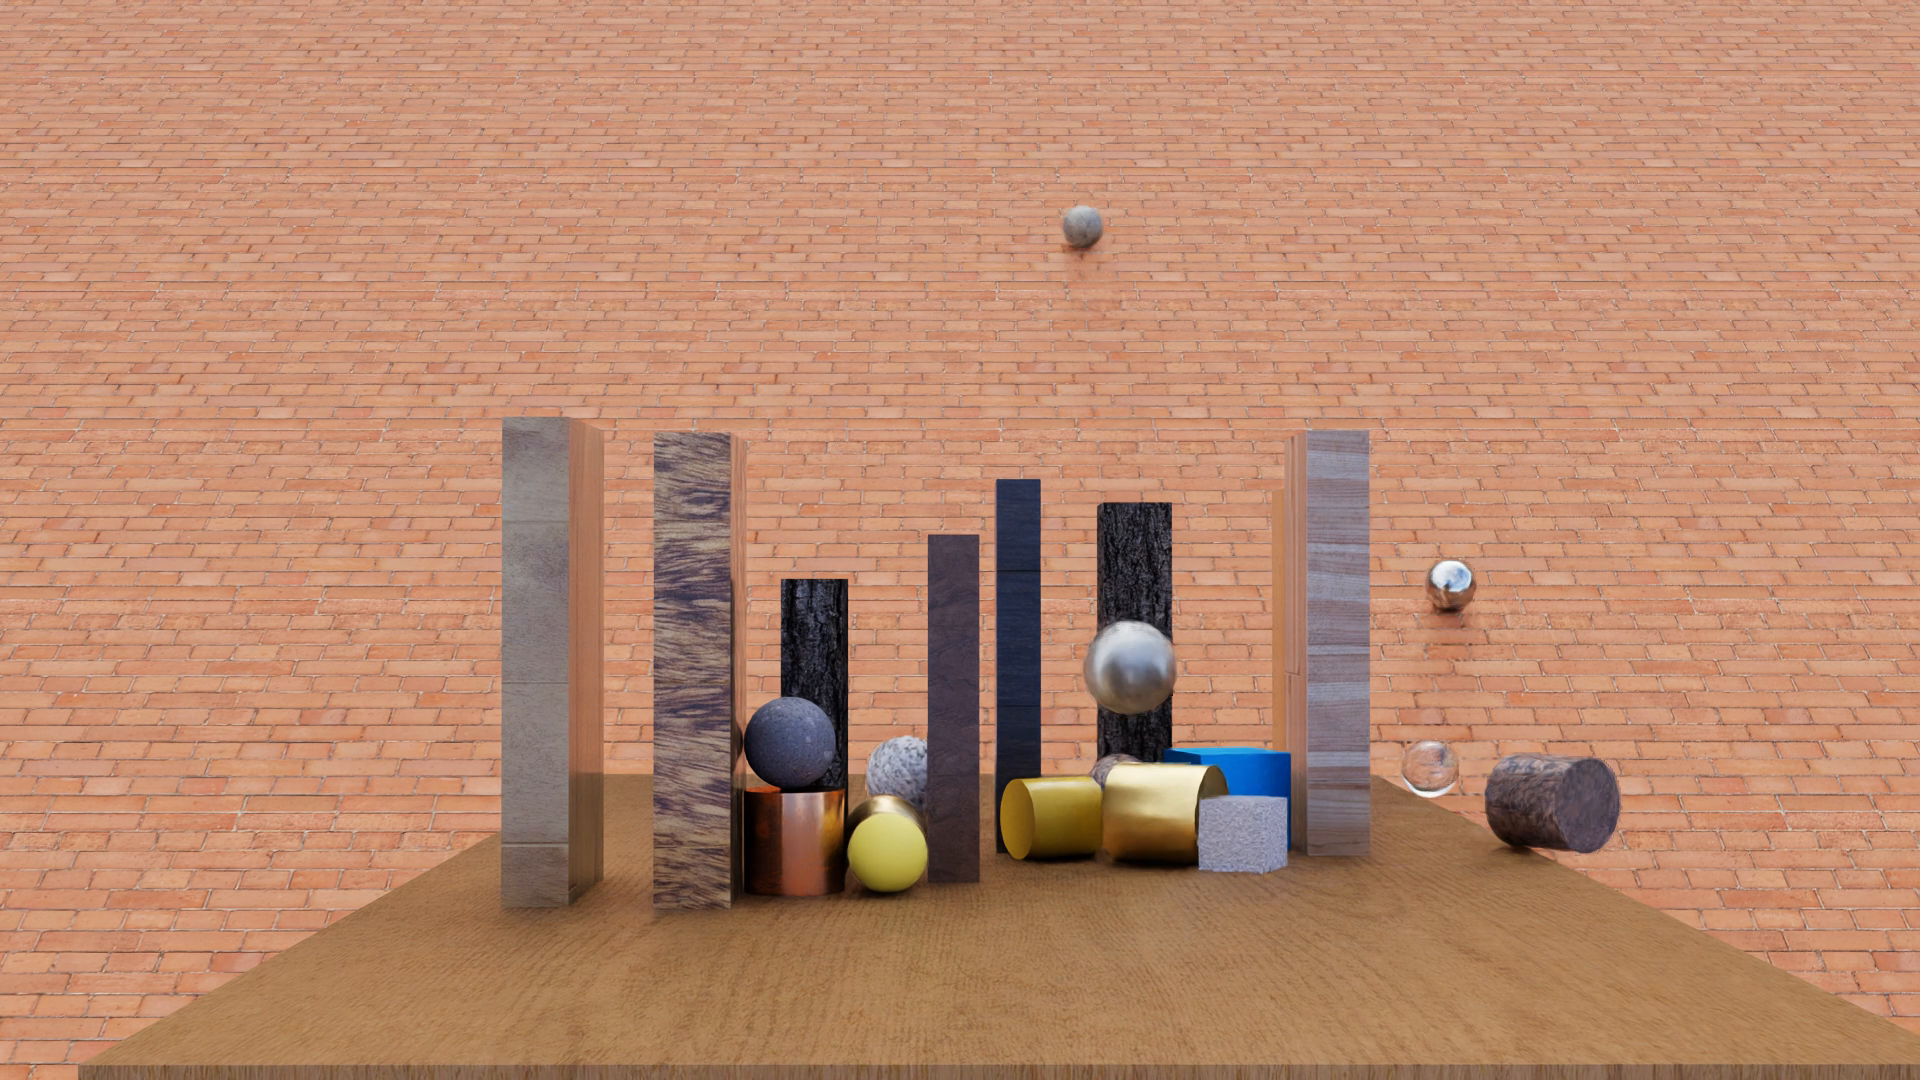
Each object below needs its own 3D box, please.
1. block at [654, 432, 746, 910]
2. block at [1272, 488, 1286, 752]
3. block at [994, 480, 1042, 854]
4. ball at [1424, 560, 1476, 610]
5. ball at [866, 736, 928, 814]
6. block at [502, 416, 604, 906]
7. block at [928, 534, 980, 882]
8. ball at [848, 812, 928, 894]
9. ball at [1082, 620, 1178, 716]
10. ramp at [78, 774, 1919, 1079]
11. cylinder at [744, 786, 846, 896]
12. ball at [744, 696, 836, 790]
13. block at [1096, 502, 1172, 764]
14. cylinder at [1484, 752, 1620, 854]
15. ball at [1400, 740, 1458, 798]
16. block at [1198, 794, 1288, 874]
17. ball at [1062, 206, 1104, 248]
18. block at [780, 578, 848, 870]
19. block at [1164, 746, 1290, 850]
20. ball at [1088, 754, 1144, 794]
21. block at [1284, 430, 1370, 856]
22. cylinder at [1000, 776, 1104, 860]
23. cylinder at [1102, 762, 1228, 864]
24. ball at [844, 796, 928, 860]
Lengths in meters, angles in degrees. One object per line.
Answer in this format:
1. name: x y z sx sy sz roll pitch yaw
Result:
1. block: -0.414 0.204 4.157 0.119 0.736 0.305 0 -1 0
2. block: 0.788 0.240 6.056 0.083 0.715 0.280 0 -1 0
3. block: 0.109 0.236 4.948 0.082 0.694 0.287 0 -1 0
4. ball: 1.420 0.129 7.502 0.148 0.148 0.148 0 32 0
5. ball: -0.115 0.505 5.540 0.171 0.171 0.171 0 32 0
6. block: -0.661 0.192 4.231 0.105 0.762 0.399 0 -1 0
7. block: -0.011 0.285 4.520 0.087 0.584 0.338 0 -1 0
8. ball: -0.118 0.507 4.203 0.130 0.130 0.130 0 32 0
9. ball: 0.348 0.261 5.311 0.195 0.195 0.195 0 32 0
10. ramp: 0.072 0.629 4.725 2.000 0.100 4.000 0 -1 0
11. cylinder: -0.271 0.490 4.240 0.165 0.165 0.165 0 -1 0
12. ball: -0.279 0.332 4.249 0.151 0.151 0.151 0 32 0
13. block: 0.378 0.257 5.638 0.144 0.670 0.279 0 -1 0
14. cylinder: 1.111 0.493 4.866 0.176 0.176 0.176 -24 13 -33
15. ball: 1.100 0.536 6.070 0.134 0.134 0.134 0 32 0
16. block: 0.498 0.516 4.559 0.122 0.122 0.122 0 -1 26
17. ball: 0.451 -1.152 9.532 0.154 0.154 0.154 0 32 0
18. block: -0.248 0.321 4.455 0.101 0.509 0.260 0 -1 0
19. block: 0.506 0.491 4.920 0.181 0.181 0.181 0 -1 -18
20. ball: 0.335 0.518 5.424 0.142 0.142 0.142 0 32 0
21. block: 0.696 0.191 4.929 0.115 0.781 0.330 0 -1 0
22. cylinder: 0.170 0.507 4.731 0.146 0.146 0.146 0 30 -24
23. cylinder: 0.369 0.489 4.637 0.178 0.178 0.178 0 29 26
24. ball: -0.126 0.500 4.340 0.144 0.144 0.144 0 32 0
